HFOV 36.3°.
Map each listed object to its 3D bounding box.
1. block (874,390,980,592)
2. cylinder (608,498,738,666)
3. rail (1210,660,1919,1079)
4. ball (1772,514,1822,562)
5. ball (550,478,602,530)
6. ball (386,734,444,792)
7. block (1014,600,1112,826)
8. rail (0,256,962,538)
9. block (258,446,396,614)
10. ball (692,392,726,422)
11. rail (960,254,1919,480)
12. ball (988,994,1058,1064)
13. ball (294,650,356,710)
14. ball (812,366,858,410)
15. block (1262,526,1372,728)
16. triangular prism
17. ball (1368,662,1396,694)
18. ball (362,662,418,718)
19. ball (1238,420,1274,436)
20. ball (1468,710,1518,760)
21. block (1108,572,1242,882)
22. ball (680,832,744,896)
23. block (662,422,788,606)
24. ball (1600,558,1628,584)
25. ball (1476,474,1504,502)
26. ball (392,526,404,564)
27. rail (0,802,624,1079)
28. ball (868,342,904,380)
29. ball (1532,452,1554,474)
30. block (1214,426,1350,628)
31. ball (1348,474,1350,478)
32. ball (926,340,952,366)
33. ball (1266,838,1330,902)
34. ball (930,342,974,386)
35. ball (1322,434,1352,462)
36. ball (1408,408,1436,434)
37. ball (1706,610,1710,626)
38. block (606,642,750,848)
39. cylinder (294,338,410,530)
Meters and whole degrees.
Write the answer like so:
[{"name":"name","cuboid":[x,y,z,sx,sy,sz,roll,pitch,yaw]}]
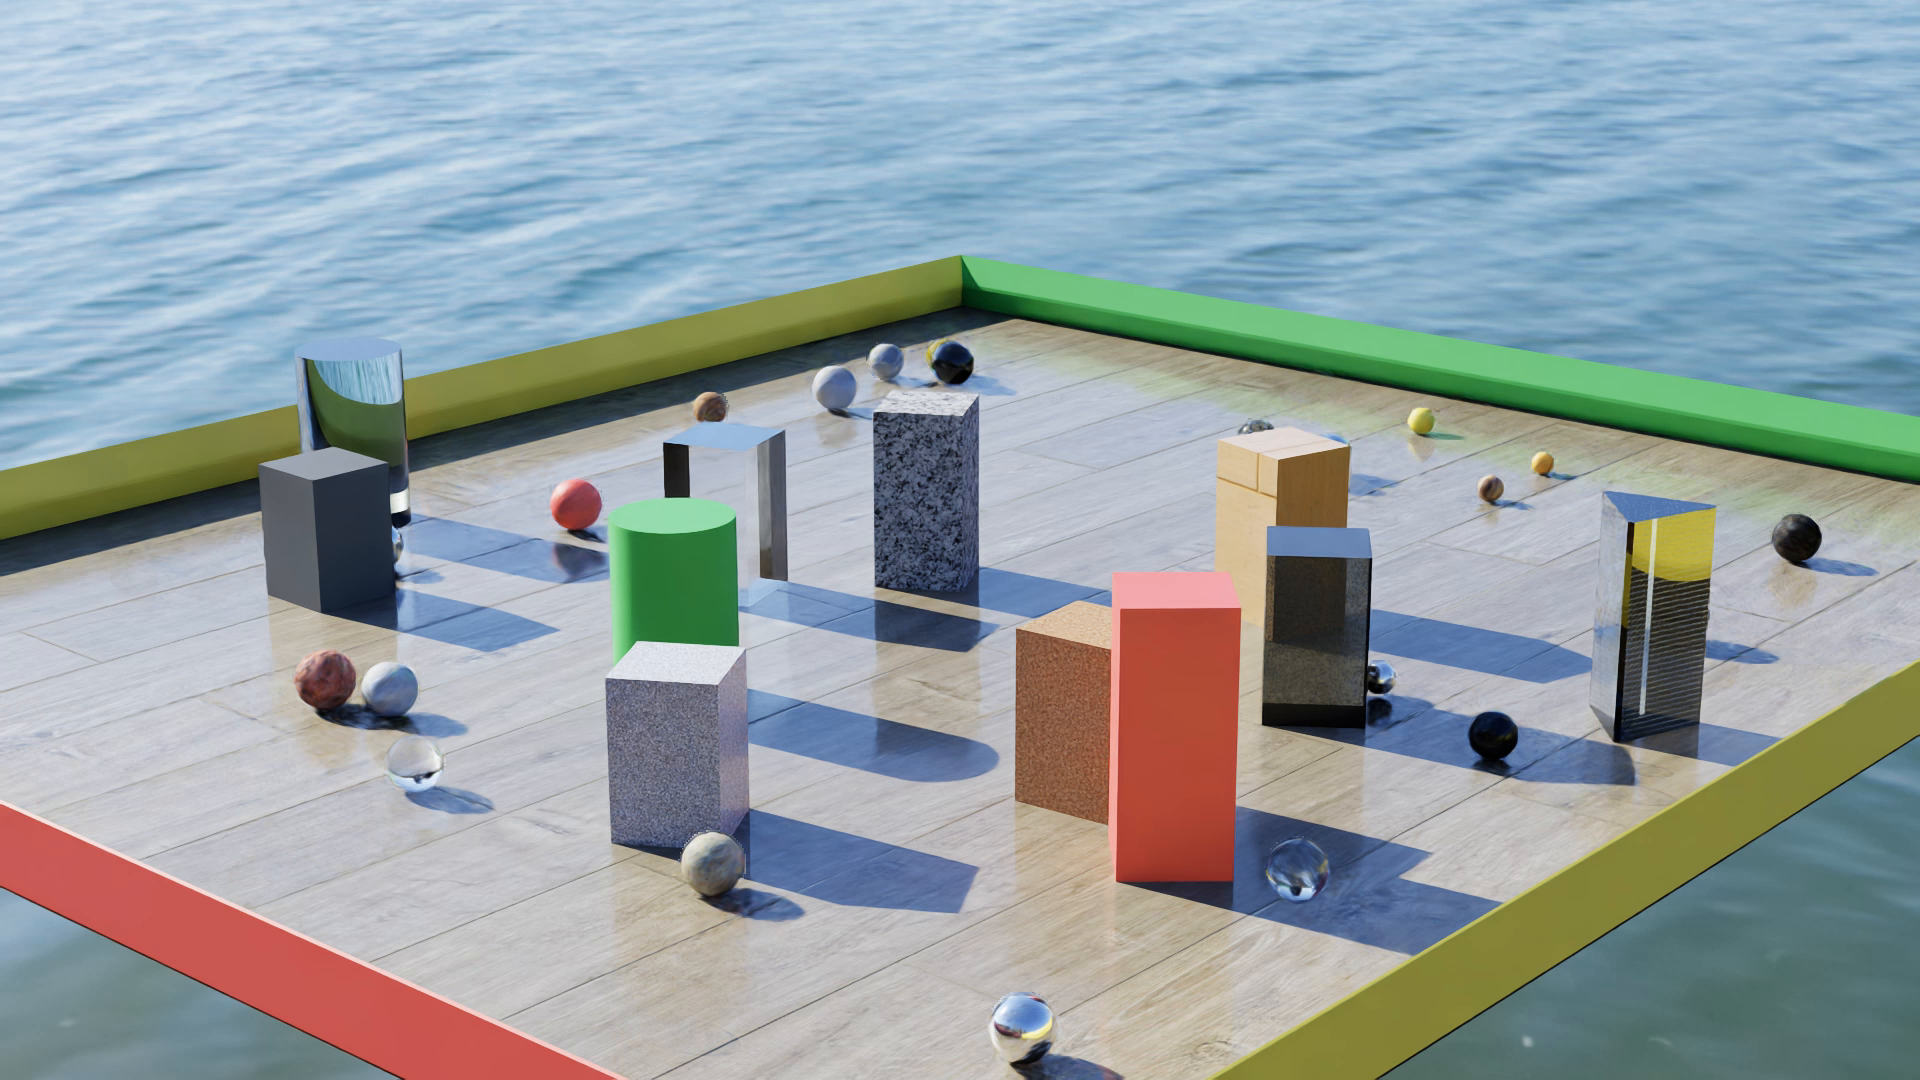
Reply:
[{"name":"block","cuboid":[-0.058,-0.088,5.193,0.158,0.319,0.158,3,17,11]},{"name":"cylinder","cuboid":[-0.445,0.106,4.580,0.197,0.301,0.197,0,17,0]},{"name":"rail","cuboid":[1.164,0.324,4.152,0.045,0.128,3.613,14,22,39]},{"name":"ball","cuboid":[1.517,-0.004,5.316,0.087,0.087,0.087,0,17,0]},{"name":"ball","cuboid":[-0.721,-0.067,5.506,0.097,0.097,0.097,0,17,0]},{"name":"ball","cuboid":[-0.787,0.323,4.234,0.084,0.084,0.084,0,17,0]},{"name":"block","cuboid":[0.189,0.244,4.189,0.158,0.261,0.158,12,20,34]},{"name":"rail","cuboid":[-1.164,-0.260,6.088,0.045,0.128,3.613,14,22,39]},{"name":"block","cuboid":[-1.101,-0.019,5.106,0.158,0.237,0.158,15,22,40]},{"name":"ball","cuboid":[-0.533,-0.279,6.252,0.073,0.073,0.073,0,17,0]},{"name":"rail","cuboid":[1.169,-0.356,6.409,3.131,0.128,0.045,14,22,39]},{"name":"ball","cuboid":[0.073,0.570,3.420,0.081,0.081,0.081,0,17,0]},{"name":"ball","cuboid":[-0.989,0.217,4.569,0.094,0.094,0.094,0,17,0]},{"name":"ball","cuboid":[-0.272,-0.332,6.382,0.098,0.098,0.098,0,17,0]},{"name":"block","cuboid":[0.550,0.133,4.536,0.158,0.273,0.158,2,17,5]},{"name":"triangular prism","cuboid":[1.027,0.110,4.486,0.171,0.348,0.148,-10,19,-29]},{"name":"ball","cuboid":[0.662,0.218,4.622,0.053,0.053,0.053,0,17,0]},{"name":"ball","cuboid":[-0.882,0.231,4.535,0.087,0.087,0.087,0,17,0]},{"name":"ball","cuboid":[0.607,-0.204,5.983,0.084,0.084,0.084,0,17,0]},{"name":"ball","cuboid":[0.793,0.290,4.361,0.074,0.074,0.074,0,17,0]},{"name":"block","cuboid":[0.287,0.251,3.952,0.158,0.385,0.158,0,17,-1]},{"name":"ball","cuboid":[-0.328,0.429,3.884,0.083,0.083,0.083,0,17,0]},{"name":"block","cuboid":[-0.408,-0.047,5.125,0.158,0.279,0.158,7,18,21]},{"name":"ball","cuboid":[1.157,0.054,5.191,0.047,0.047,0.047,0,17,0]},{"name":"ball","cuboid":[1.031,-0.101,5.695,0.052,0.052,0.052,0,17,0]},{"name":"ball","cuboid":[-1.044,0.010,5.273,0.085,0.085,0.085,0,17,0]},{"name":"rail","cuboid":[-1.169,0.421,3.831,3.131,0.128,0.045,14,22,39]},{"name":"ball","cuboid":[-0.167,-0.406,6.660,0.084,0.084,0.084,0,17,0]},{"name":"ball","cuboid":[1.170,-0.154,5.888,0.044,0.044,0.044,0,17,0]},{"name":"block","cuboid":[0.547,-0.021,5.001,0.158,0.300,0.158,-11,20,-32]},{"name":"ball","cuboid":[0.738,-0.137,5.792,0.066,0.066,0.066,0,17,0]},{"name":"ball","cuboid":[-0.036,-0.417,6.691,0.081,0.081,0.081,0,17,0]},{"name":"ball","cuboid":[0.445,0.435,3.865,0.083,0.083,0.083,0,17,0]},{"name":"ball","cuboid":[-0.017,-0.398,6.601,0.099,0.099,0.099,0,17,0]},{"name":"ball","cuboid":[0.742,-0.171,5.869,0.086,0.086,0.086,0,17,0]},{"name":"ball","cuboid":[0.975,-0.252,6.192,0.056,0.056,0.056,0,17,0]},{"name":"ball","cuboid":[1.194,0.125,4.869,0.098,0.098,0.098,0,17,0]},{"name":"block","cuboid":[-0.392,0.285,4.086,0.158,0.242,0.158,3,17,10]},{"name":"cylinder","cuboid":[-1.143,-0.196,5.523,0.197,0.335,0.197,0,17,0]}]
